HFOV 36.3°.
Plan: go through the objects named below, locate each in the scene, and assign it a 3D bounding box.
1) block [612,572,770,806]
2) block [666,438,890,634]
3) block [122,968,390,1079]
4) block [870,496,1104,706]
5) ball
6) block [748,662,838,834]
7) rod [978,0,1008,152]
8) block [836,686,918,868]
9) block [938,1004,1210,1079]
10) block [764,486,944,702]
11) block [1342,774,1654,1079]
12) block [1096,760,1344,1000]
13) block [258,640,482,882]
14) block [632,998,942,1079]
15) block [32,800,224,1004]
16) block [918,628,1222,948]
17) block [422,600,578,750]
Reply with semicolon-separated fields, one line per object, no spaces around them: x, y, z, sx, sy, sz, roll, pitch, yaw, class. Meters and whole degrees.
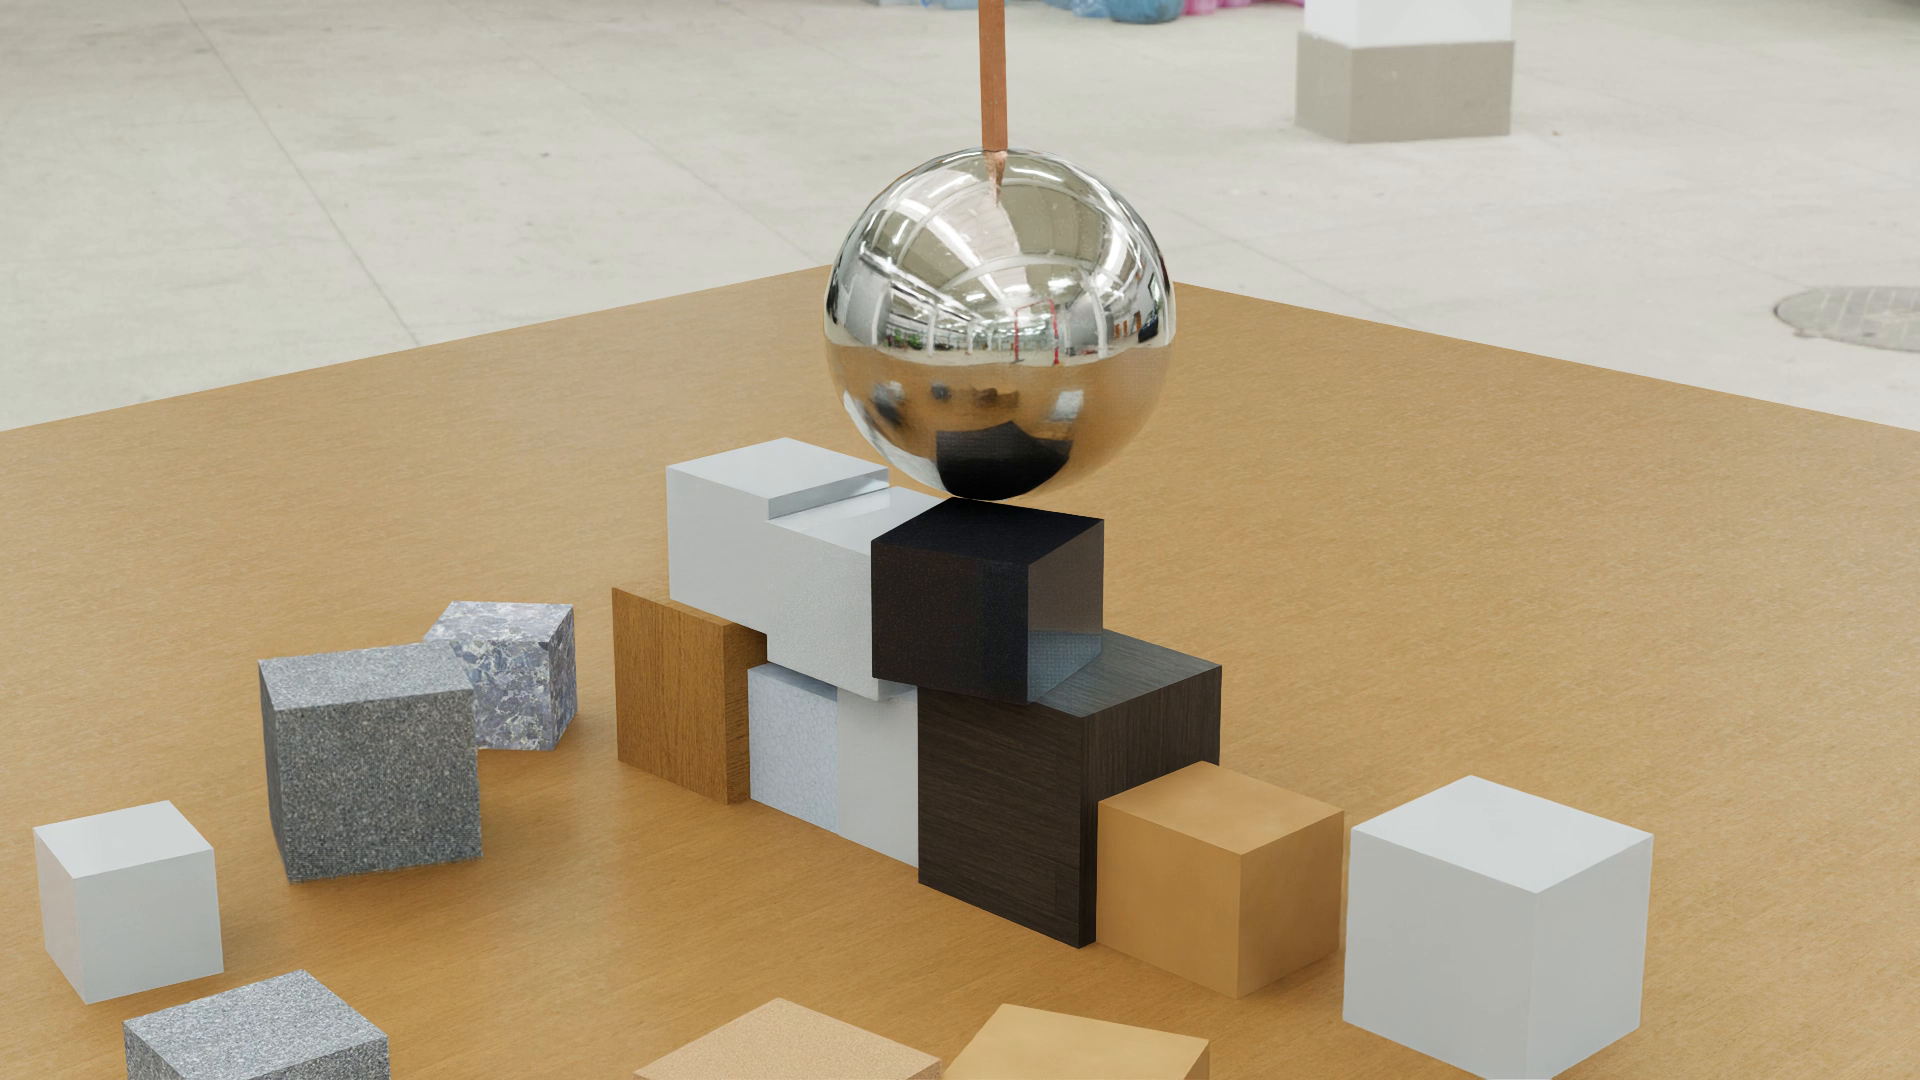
-1.111;0.666;14.689;0.843;0.922;0.897;17;24;42;block
-0.881;-0.032;14.249;0.765;0.673;0.763;-16;24;-41;block
-2.538;2.073;10.645;0.708;0.662;0.688;-13;22;-36;block
0.127;0.255;12.908;0.760;0.629;0.757;9;20;26;block
0.179;-0.973;13.223;1.600;1.600;1.600;0;17;0;ball
-0.565;0.940;14.238;0.661;0.669;0.635;-17;24;-42;block
0.078;-4.184;12.108;0.080;5.200;0.080;17;26;42;rod
-0.114;1.012;13.773;0.657;0.810;0.643;-17;24;-42;block
0.374;2.172;10.213;0.780;0.732;0.775;7;19;21;block
-0.337;0.236;13.749;0.843;0.686;0.771;-16;24;-42;block
2.176;1.577;11.900;0.809;0.855;0.895;-17;24;-42;block
1.116;1.449;12.641;0.683;0.655;0.798;-17;24;-42;block
-2.758;1.019;13.697;0.889;0.830;0.735;-6;17;-18;block
-0.587;2.171;10.113;0.753;0.794;0.734;14;22;37;block
-3.549;1.535;12.508;0.588;0.571;0.625;-10;20;-30;block
0.486;1.059;13.188;0.992;1.072;0.921;17;24;42;block
-2.367;0.697;15.150;0.643;0.587;0.593;2;18;5;block
